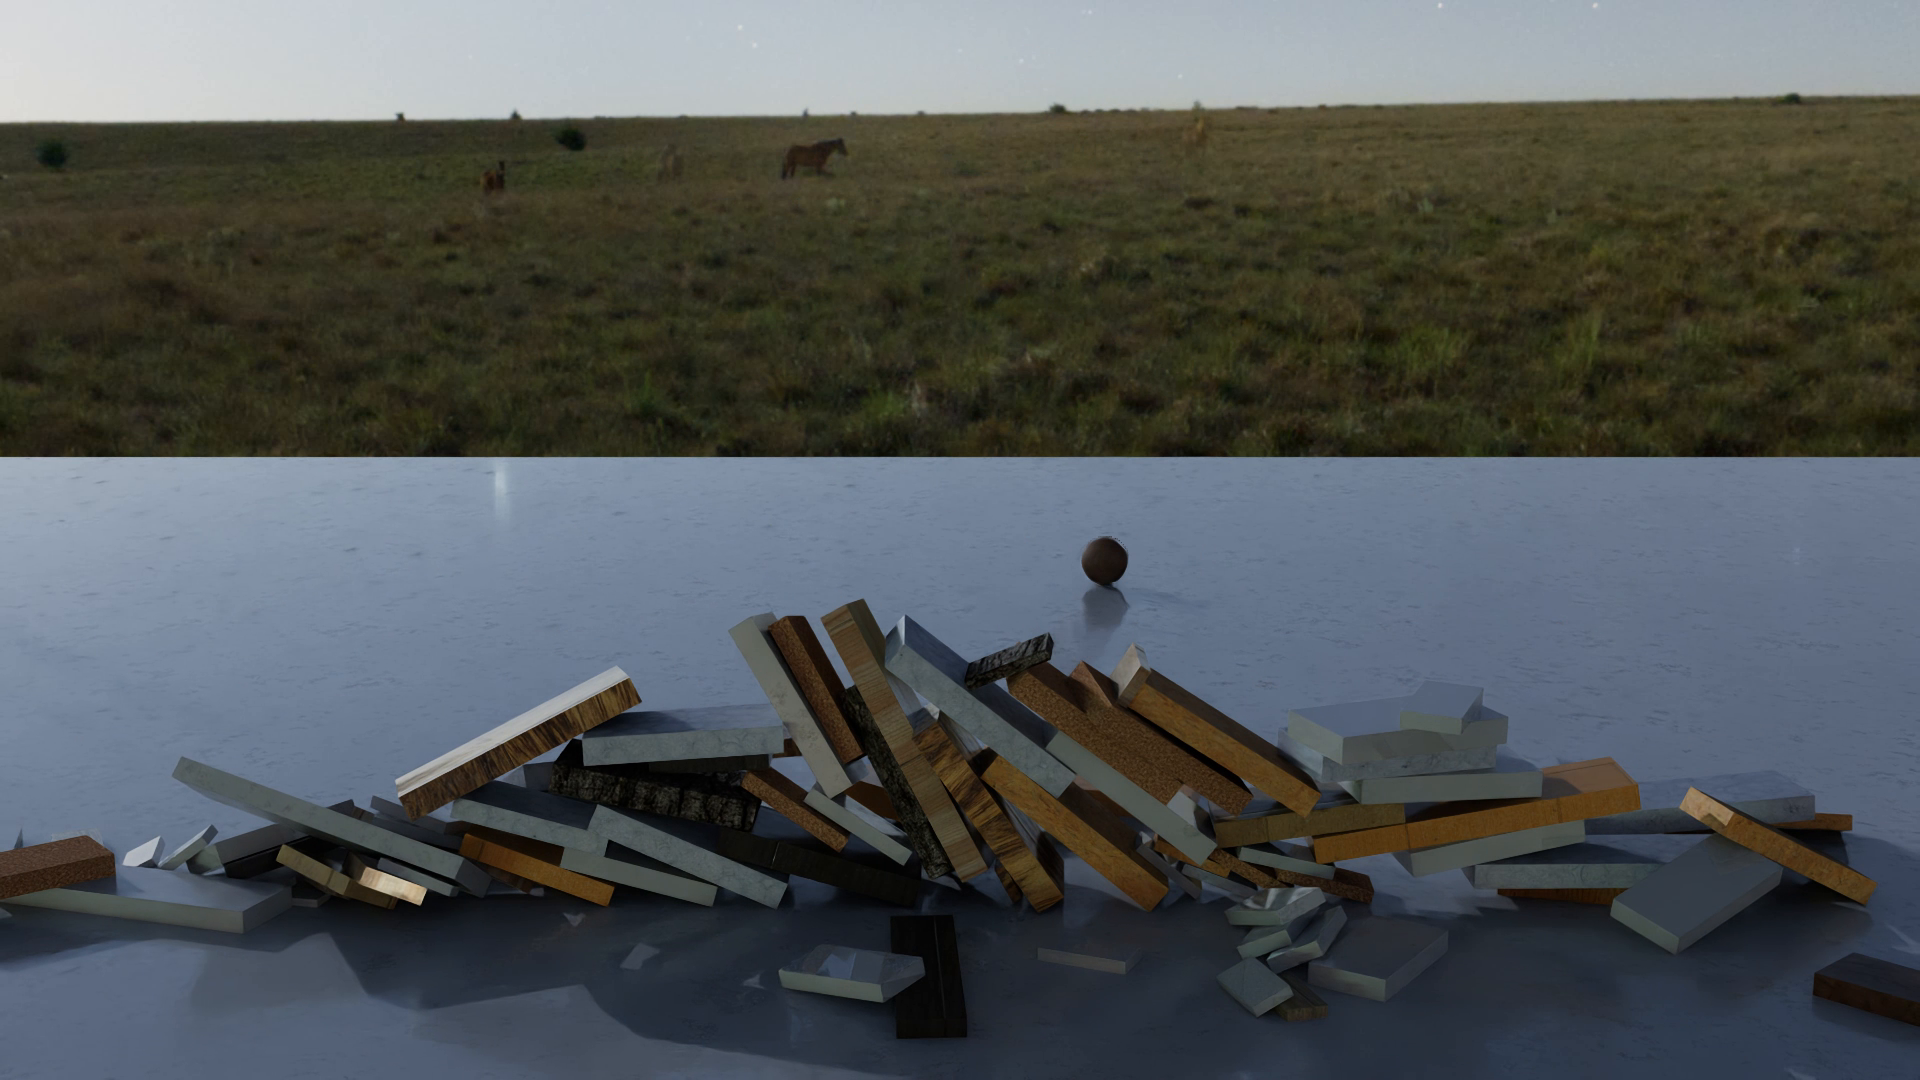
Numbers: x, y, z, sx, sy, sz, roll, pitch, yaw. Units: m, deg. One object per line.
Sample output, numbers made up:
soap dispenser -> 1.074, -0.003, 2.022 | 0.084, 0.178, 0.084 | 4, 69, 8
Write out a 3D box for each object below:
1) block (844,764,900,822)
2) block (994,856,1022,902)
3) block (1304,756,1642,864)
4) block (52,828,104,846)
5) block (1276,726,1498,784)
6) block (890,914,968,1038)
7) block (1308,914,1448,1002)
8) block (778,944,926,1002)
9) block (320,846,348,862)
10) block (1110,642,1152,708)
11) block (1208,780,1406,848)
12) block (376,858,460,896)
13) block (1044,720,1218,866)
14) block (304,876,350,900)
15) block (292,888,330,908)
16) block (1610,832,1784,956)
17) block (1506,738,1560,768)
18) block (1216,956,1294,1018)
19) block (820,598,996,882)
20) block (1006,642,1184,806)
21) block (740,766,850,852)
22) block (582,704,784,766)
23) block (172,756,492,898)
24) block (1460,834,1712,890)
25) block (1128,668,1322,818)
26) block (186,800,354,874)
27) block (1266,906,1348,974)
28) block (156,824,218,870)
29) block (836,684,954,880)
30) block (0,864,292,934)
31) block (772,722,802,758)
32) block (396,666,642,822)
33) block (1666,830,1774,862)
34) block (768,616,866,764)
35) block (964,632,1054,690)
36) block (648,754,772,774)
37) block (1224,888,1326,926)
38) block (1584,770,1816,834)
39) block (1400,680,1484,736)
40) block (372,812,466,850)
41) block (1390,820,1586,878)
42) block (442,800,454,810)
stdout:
block -> -0.070, 0.455, 4.069 | 0.178, 0.050, 0.355 | 14, 8, 25
block -> 0.083, 0.555, 3.683 | 0.018, 0.063, 0.127 | -28, 8, 8
block -> 0.843, 0.449, 3.662 | 0.534, 0.044, 0.154 | -10, 11, 2
block -> -1.549, 0.542, 3.864 | 0.078, 0.022, 0.157 | -5, 12, -25
block -> 0.703, 0.341, 3.624 | 0.318, 0.045, 0.159 | -3, 13, -18
block -> -0.050, 0.647, 3.286 | 0.099, 0.028, 0.415 | -1, 11, -3
block -> 0.637, 0.633, 3.341 | 0.122, 0.035, 0.245 | 7, 13, 33
block -> -0.160, 0.637, 3.240 | 0.198, 0.028, 0.099 | -1, 14, 38
block -> -1.057, 0.540, 3.876 | 0.157, 0.022, 0.078 | -3, 11, -14
block -> 0.276, 0.219, 3.572 | 0.020, 0.072, 0.143 | 32, 11, -7
block -> 0.575, 0.448, 3.672 | 0.309, 0.044, 0.154 | -9, 11, 4
block -> -0.871, 0.543, 3.541 | 0.125, 0.018, 0.063 | 21, -10, 2
block -> 0.280, 0.401, 3.642 | 0.322, 0.046, 0.161 | 37, 10, -6
block -> -1.044, 0.572, 3.632 | 0.046, 0.013, 0.092 | 28, -11, -37
block -> -1.093, 0.590, 3.633 | 0.092, 0.013, 0.046 | 2, 11, 12
block -> 1.174, 0.559, 3.501 | 0.278, 0.035, 0.122 | -22, 36, -33
block -> 1.095, 0.489, 4.123 | 0.118, 0.033, 0.753 | 1, 11, 6
block -> 0.430, 0.652, 3.216 | 0.063, 0.018, 0.127 | -28, 17, -11
block -> -0.080, 0.329, 3.669 | 0.049, 0.490, 0.172 | -29, -2, 7
block -> 0.215, 0.299, 3.604 | 0.322, 0.046, 0.161 | 36, 10, -12
block -> -0.269, 0.438, 3.644 | 0.196, 0.028, 0.098 | 35, 8, -4
block -> -0.457, 0.322, 3.652 | 0.324, 0.046, 0.162 | -3, 9, -5
block -> -1.041, 0.475, 3.643 | 0.545, 0.037, 0.131 | 16, -19, 15
block -> 1.078, 0.535, 3.665 | 0.475, 0.042, 0.147 | 0, 11, -1
block -> 0.424, 0.322, 3.615 | 0.348, 0.047, 0.166 | 32, 9, -7
block -> -1.184, 0.514, 3.790 | 0.260, 0.037, 0.130 | -16, -6, -44
block -> 0.533, 0.612, 3.373 | 0.086, 0.024, 0.171 | -27, -2, 24
block -> -1.319, 0.534, 3.724 | 0.125, 0.018, 0.063 | -36, 12, 4
block -> -0.090, 0.402, 3.711 | 0.049, 0.344, 0.172 | -29, -9, 7
block -> -1.348, 0.581, 3.617 | 0.491, 0.037, 0.130 | 3, 11, 18
block -> -0.430, 0.415, 4.481 | 0.333, 0.047, 0.167 | -7, 13, -33
block -> -0.733, 0.334, 3.646 | 0.412, 0.046, 0.162 | -28, 11, -13
block -> 1.366, 0.531, 3.913 | 0.194, 0.028, 0.097 | 10, 15, 43
block -> -0.229, 0.250, 3.699 | 0.037, 0.261, 0.131 | -30, -6, 7
block -> 0.079, 0.196, 3.541 | 0.143, 0.020, 0.072 | -22, 15, 14
block -> -0.412, 0.358, 3.646 | 0.196, 0.028, 0.098 | -3, 9, -1
block -> 0.495, 0.577, 3.462 | 0.086, 0.024, 0.171 | -23, 0, -23
block -> 1.211, 0.476, 3.907 | 0.560, 0.045, 0.159 | -4, 10, -4
block -> 0.784, 0.271, 3.572 | 0.097, 0.028, 0.194 | 6, 13, 22
block -> -0.899, 0.483, 3.674 | 0.153, 0.022, 0.076 | 14, 4, -3
block -> 0.871, 0.489, 3.659 | 0.293, 0.042, 0.147 | -11, 11, -4
block -> -0.763, 0.501, 3.949 | 0.450, 0.050, 0.178 | 1, 10, -11
